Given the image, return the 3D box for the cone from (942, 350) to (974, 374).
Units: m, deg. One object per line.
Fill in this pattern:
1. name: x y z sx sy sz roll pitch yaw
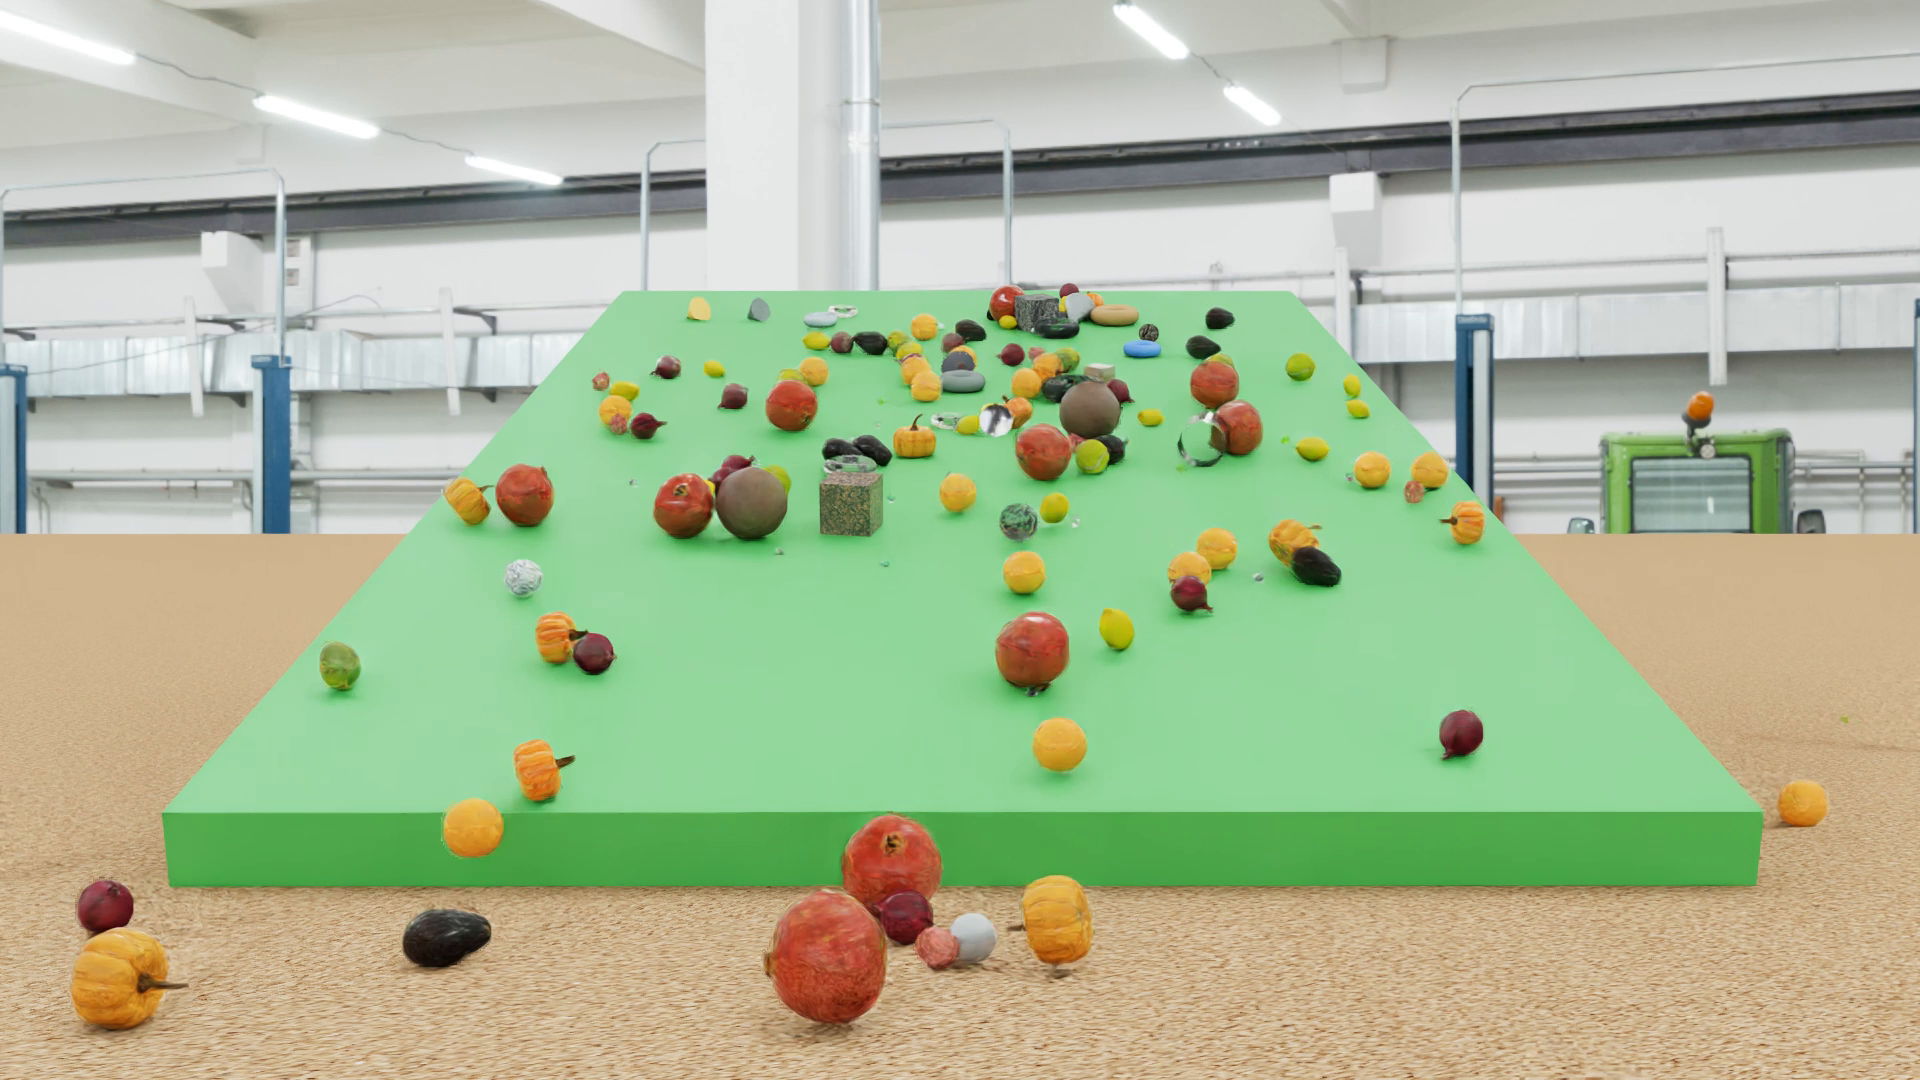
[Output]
1. cone: 0.008 -0.406 5.323 0.083 0.083 0.083 0 -12 18

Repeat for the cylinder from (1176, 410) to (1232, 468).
1. cylinder: 0.499 -0.205 4.505 0.096 0.096 0.096 0 24 20

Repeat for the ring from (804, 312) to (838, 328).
1. ring: -0.382 -0.604 6.034 0.094 0.031 0.094 -1 16 0

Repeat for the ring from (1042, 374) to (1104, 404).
1. ring: 0.262 -0.348 5.097 0.147 0.049 0.147 -1 16 0

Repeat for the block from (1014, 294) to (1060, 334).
1. block: 0.208 -0.615 5.969 0.088 0.088 0.088 -8 18 -27

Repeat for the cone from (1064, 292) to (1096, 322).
1. cone: 0.318 -0.619 6.072 0.090 0.090 0.090 0 41 25

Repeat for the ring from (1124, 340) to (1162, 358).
1. ring: 0.465 -0.487 5.623 0.097 0.032 0.097 1 17 0

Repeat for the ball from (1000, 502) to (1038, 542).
1. ball: 0.105 -0.032 3.938 0.070 0.070 0.070 0 0 0

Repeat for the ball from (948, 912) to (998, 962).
1. ball: 0.013 0.411 2.277 0.051 0.051 0.051 0 0 0

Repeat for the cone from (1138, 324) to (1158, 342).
1. cone: 0.497 -0.538 5.817 0.053 0.053 0.053 0 -11 1

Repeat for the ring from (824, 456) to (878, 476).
1. ring: -0.218 -0.144 4.397 0.108 0.036 0.108 1 15 0

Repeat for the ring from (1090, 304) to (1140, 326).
1. ring: 0.426 -0.618 6.065 0.134 0.045 0.134 -1 17 0

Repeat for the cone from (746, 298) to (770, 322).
1. cone: -0.573 -0.628 6.120 0.067 0.067 0.067 0 -15 -43

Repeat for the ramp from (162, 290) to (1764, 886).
1. ramp: -0.002 -0.155 4.688 2.000 0.100 4.000 0 16 0

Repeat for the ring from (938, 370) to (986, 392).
1. ring: 0.004 -0.375 5.212 0.114 0.038 0.114 1 17 0

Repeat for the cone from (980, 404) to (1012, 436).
1. cone: 0.073 -0.251 4.782 0.072 0.072 0.072 0 -11 -7

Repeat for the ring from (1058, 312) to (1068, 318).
1. ring: 0.260 -0.617 6.095 0.077 0.026 0.077 1 15 0

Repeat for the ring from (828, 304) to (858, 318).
1. ring: -0.328 -0.642 6.176 0.083 0.028 0.083 1 16 0

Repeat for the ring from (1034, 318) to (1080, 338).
1. ring: 0.259 -0.564 5.879 0.123 0.041 0.123 0 17 0

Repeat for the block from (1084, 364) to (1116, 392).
1. block: 0.330 -0.385 5.220 0.054 0.054 0.054 12 19 35

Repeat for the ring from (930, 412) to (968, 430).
1. ring: -0.024 -0.262 4.834 0.080 0.027 0.080 1 15 0

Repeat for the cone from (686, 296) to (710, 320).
1. cone: -0.743 -0.631 6.130 0.070 0.070 0.070 0 -15 -41

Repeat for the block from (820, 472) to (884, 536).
1. block: -0.198 -0.066 4.013 0.094 0.094 0.094 3 16 12

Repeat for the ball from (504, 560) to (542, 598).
1. ball: -0.716 0.063 3.613 0.063 0.063 0.063 0 0 0
